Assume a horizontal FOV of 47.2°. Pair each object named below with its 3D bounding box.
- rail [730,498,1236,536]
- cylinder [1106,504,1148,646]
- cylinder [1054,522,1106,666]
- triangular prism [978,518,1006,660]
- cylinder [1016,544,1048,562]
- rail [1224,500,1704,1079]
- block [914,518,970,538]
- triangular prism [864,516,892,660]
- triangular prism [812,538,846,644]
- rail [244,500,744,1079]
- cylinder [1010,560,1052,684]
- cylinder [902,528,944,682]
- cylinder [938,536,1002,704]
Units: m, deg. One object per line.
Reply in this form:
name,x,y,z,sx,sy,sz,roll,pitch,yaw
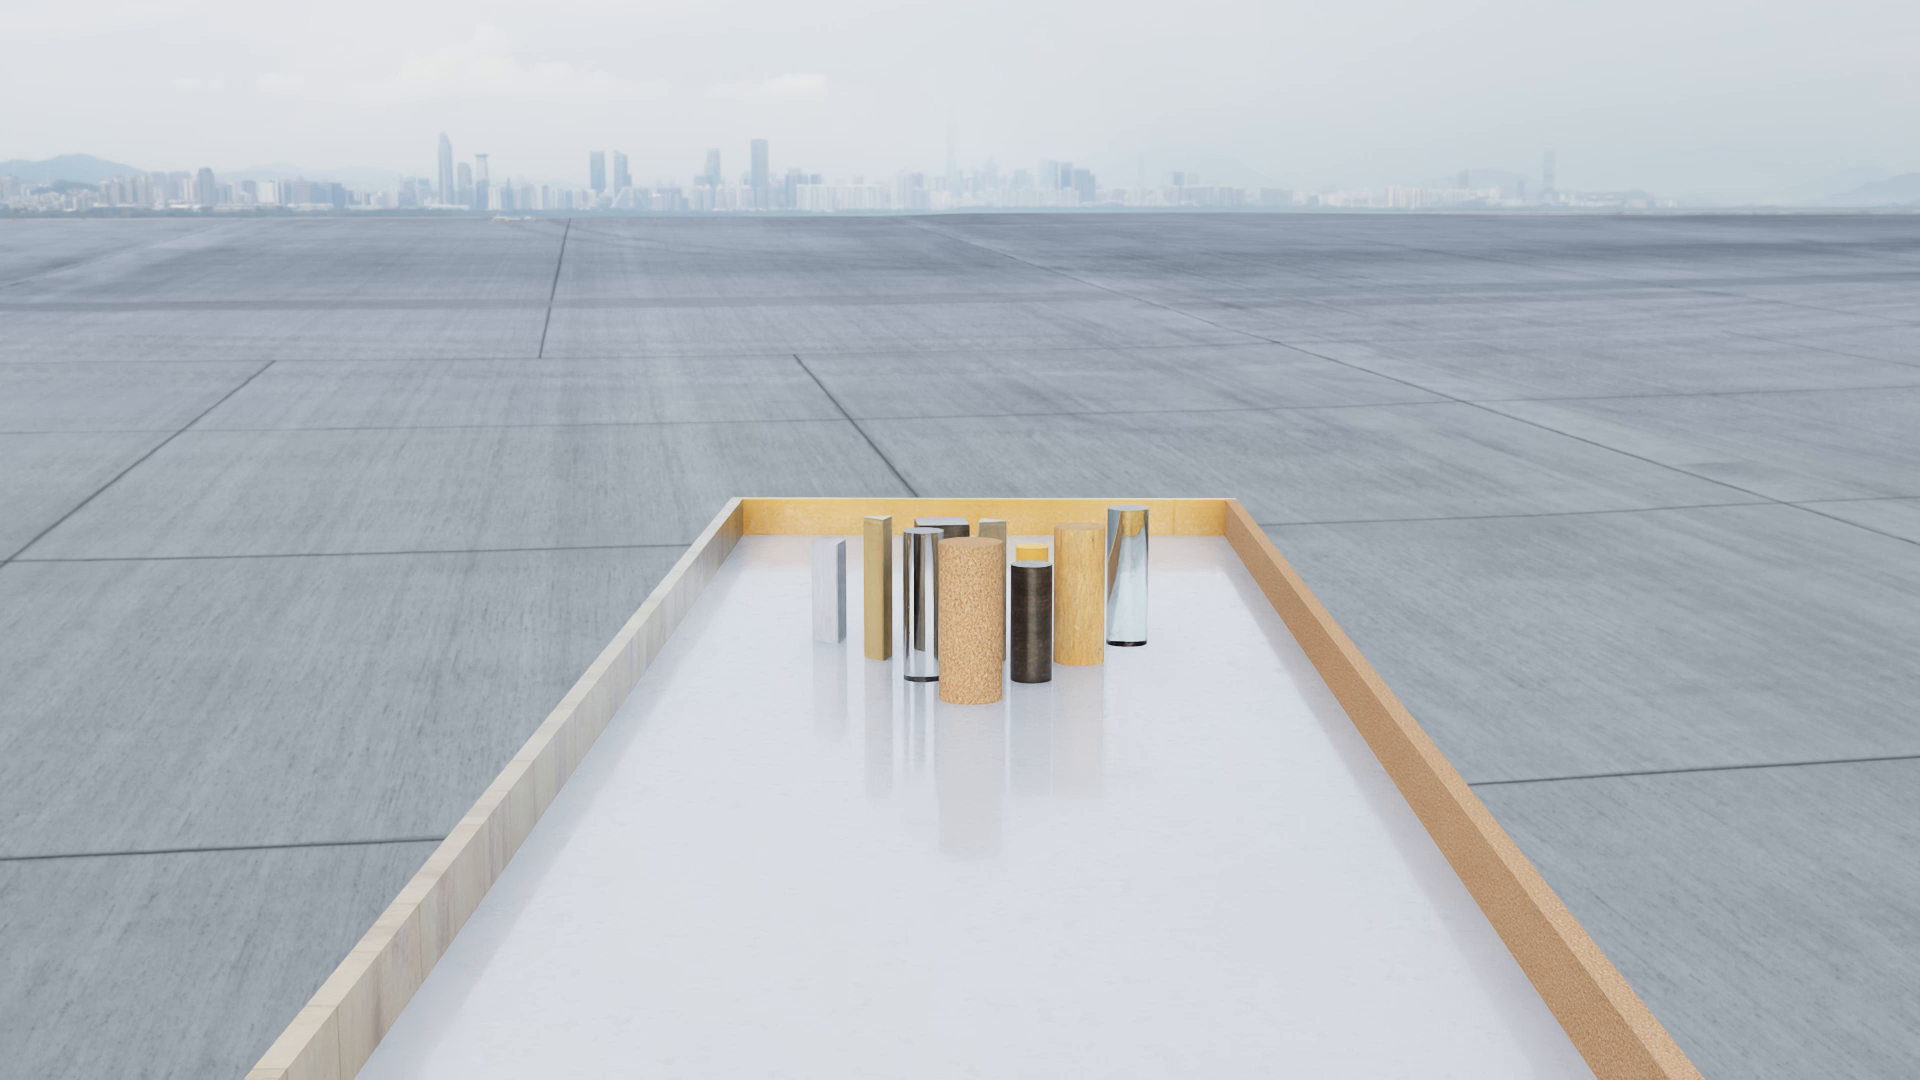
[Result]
rail,0.099,-0.098,9.147,2.100,0.150,0.050,0,9,1
cylinder,0.527,0.112,6.923,0.130,0.431,0.130,0,9,0
cylinder,0.361,0.163,6.658,0.155,0.414,0.155,0,9,0
triangular prism,0.084,0.151,6.687,0.091,0.429,0.079,-3,10,-20
cylinder,0.226,0.174,6.914,0.101,0.312,0.101,0,9,0
rail,1.046,0.843,3.208,0.050,0.150,12.000,0,9,1
block,-0.058,0.133,6.929,0.159,0.388,0.159,-1,9,-6
triangular prism,-0.236,0.145,6.709,0.075,0.434,0.087,-8,12,-43
triangular prism,-0.397,0.159,6.987,0.111,0.318,0.096,8,12,40
rail,-1.004,0.839,3.234,0.050,0.150,12.000,0,9,1
cylinder,0.208,0.238,6.415,0.122,0.342,0.122,0,9,0
cylinder,-0.106,0.189,6.421,0.119,0.438,0.119,0,9,0
cylinder,0.030,0.225,6.169,0.179,0.445,0.179,0,9,0
